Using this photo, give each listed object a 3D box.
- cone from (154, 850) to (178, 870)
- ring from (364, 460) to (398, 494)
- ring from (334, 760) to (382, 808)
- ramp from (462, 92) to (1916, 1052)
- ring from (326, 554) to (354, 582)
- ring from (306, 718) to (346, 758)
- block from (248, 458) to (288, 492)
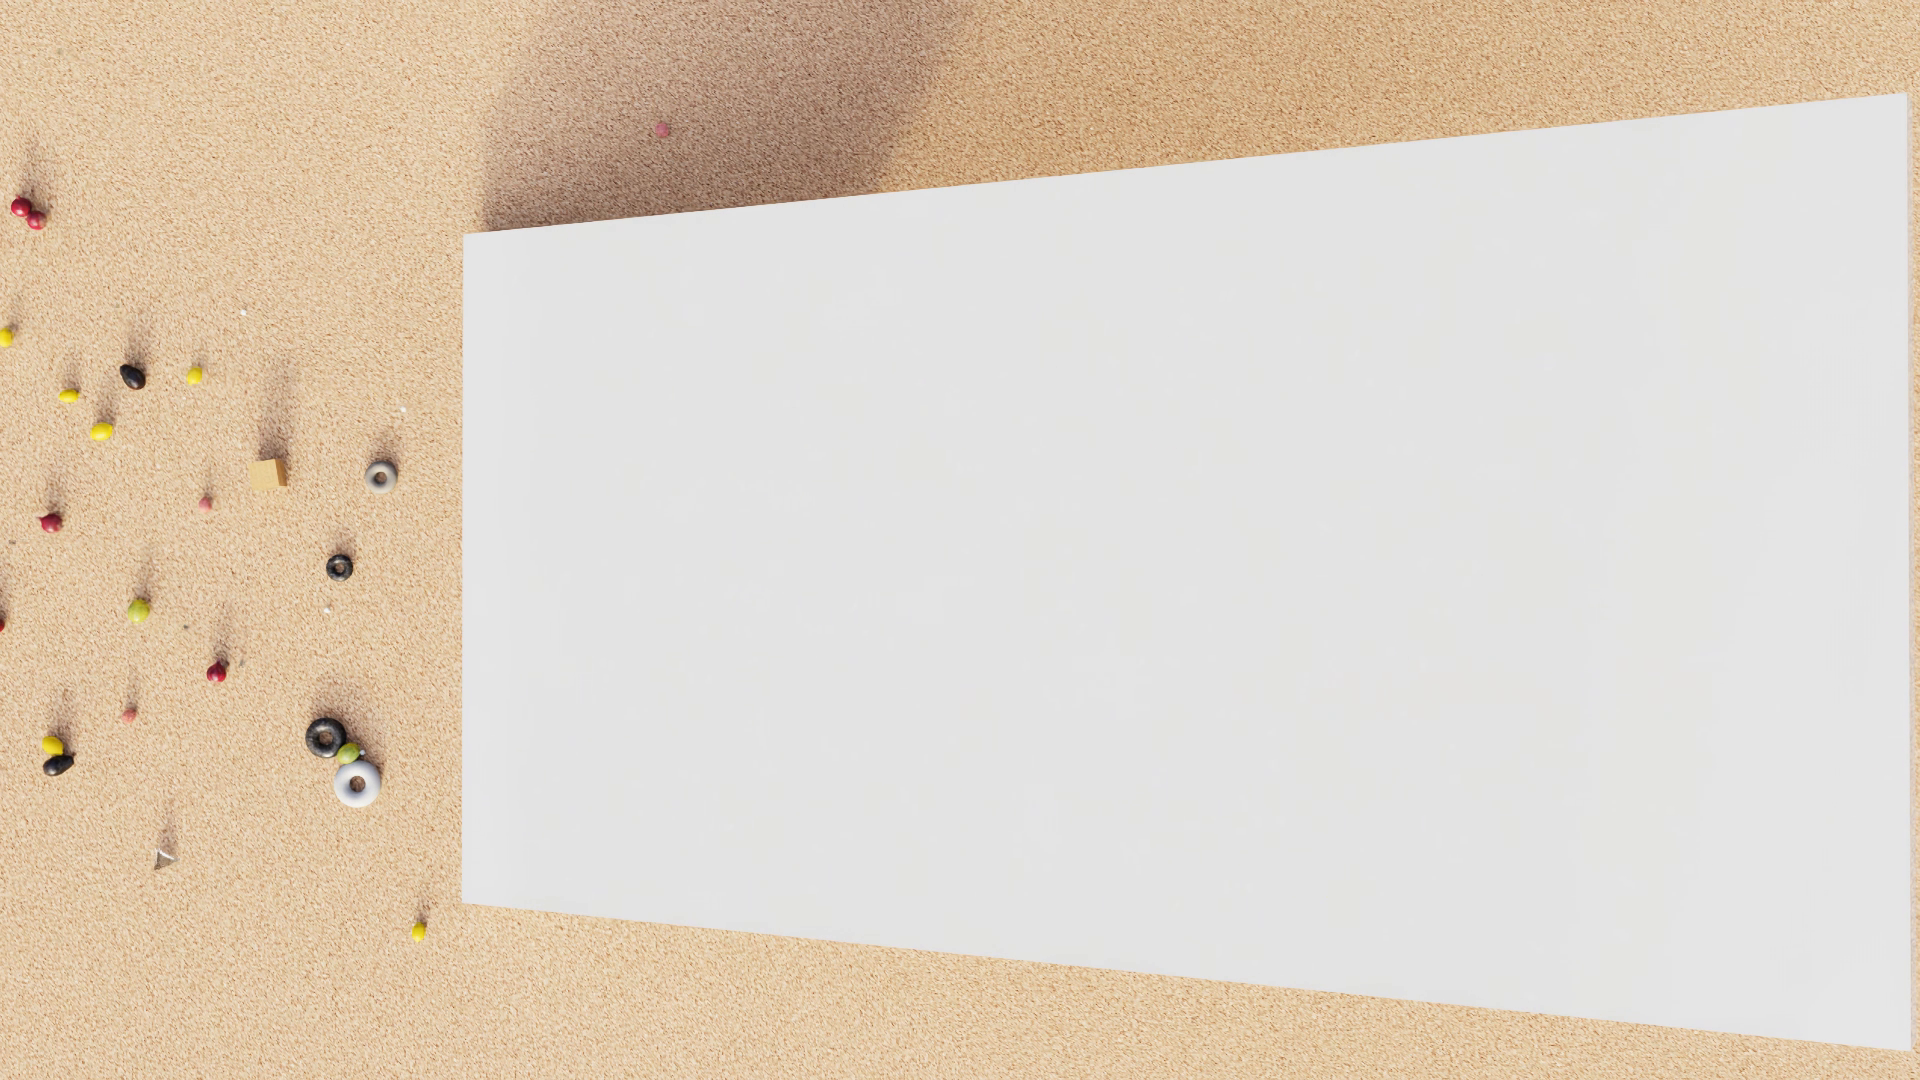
[{"bbox_3d":[-2.396,0.969,6.645,0.065,0.065,0.065,7,89,-27],"label":"cone"},{"bbox_3d":[-1.751,-0.190,6.654,0.101,0.034,0.101,0,88,1],"label":"ring"},{"bbox_3d":[-1.818,0.736,6.638,0.144,0.048,0.144,0,88,0],"label":"ring"},{"bbox_3d":[0.270,0.075,5.628,4.000,0.100,2.000,0,89,30],"label":"ramp"},{"bbox_3d":[-1.878,0.085,6.654,0.083,0.028,0.083,0,91,0],"label":"ring"},{"bbox_3d":[-1.915,0.598,6.642,0.125,0.042,0.125,0,90,-1],"label":"ring"},{"bbox_3d":[-2.087,-0.195,6.629,0.082,0.082,0.082,-10,89,0],"label":"block"}]
